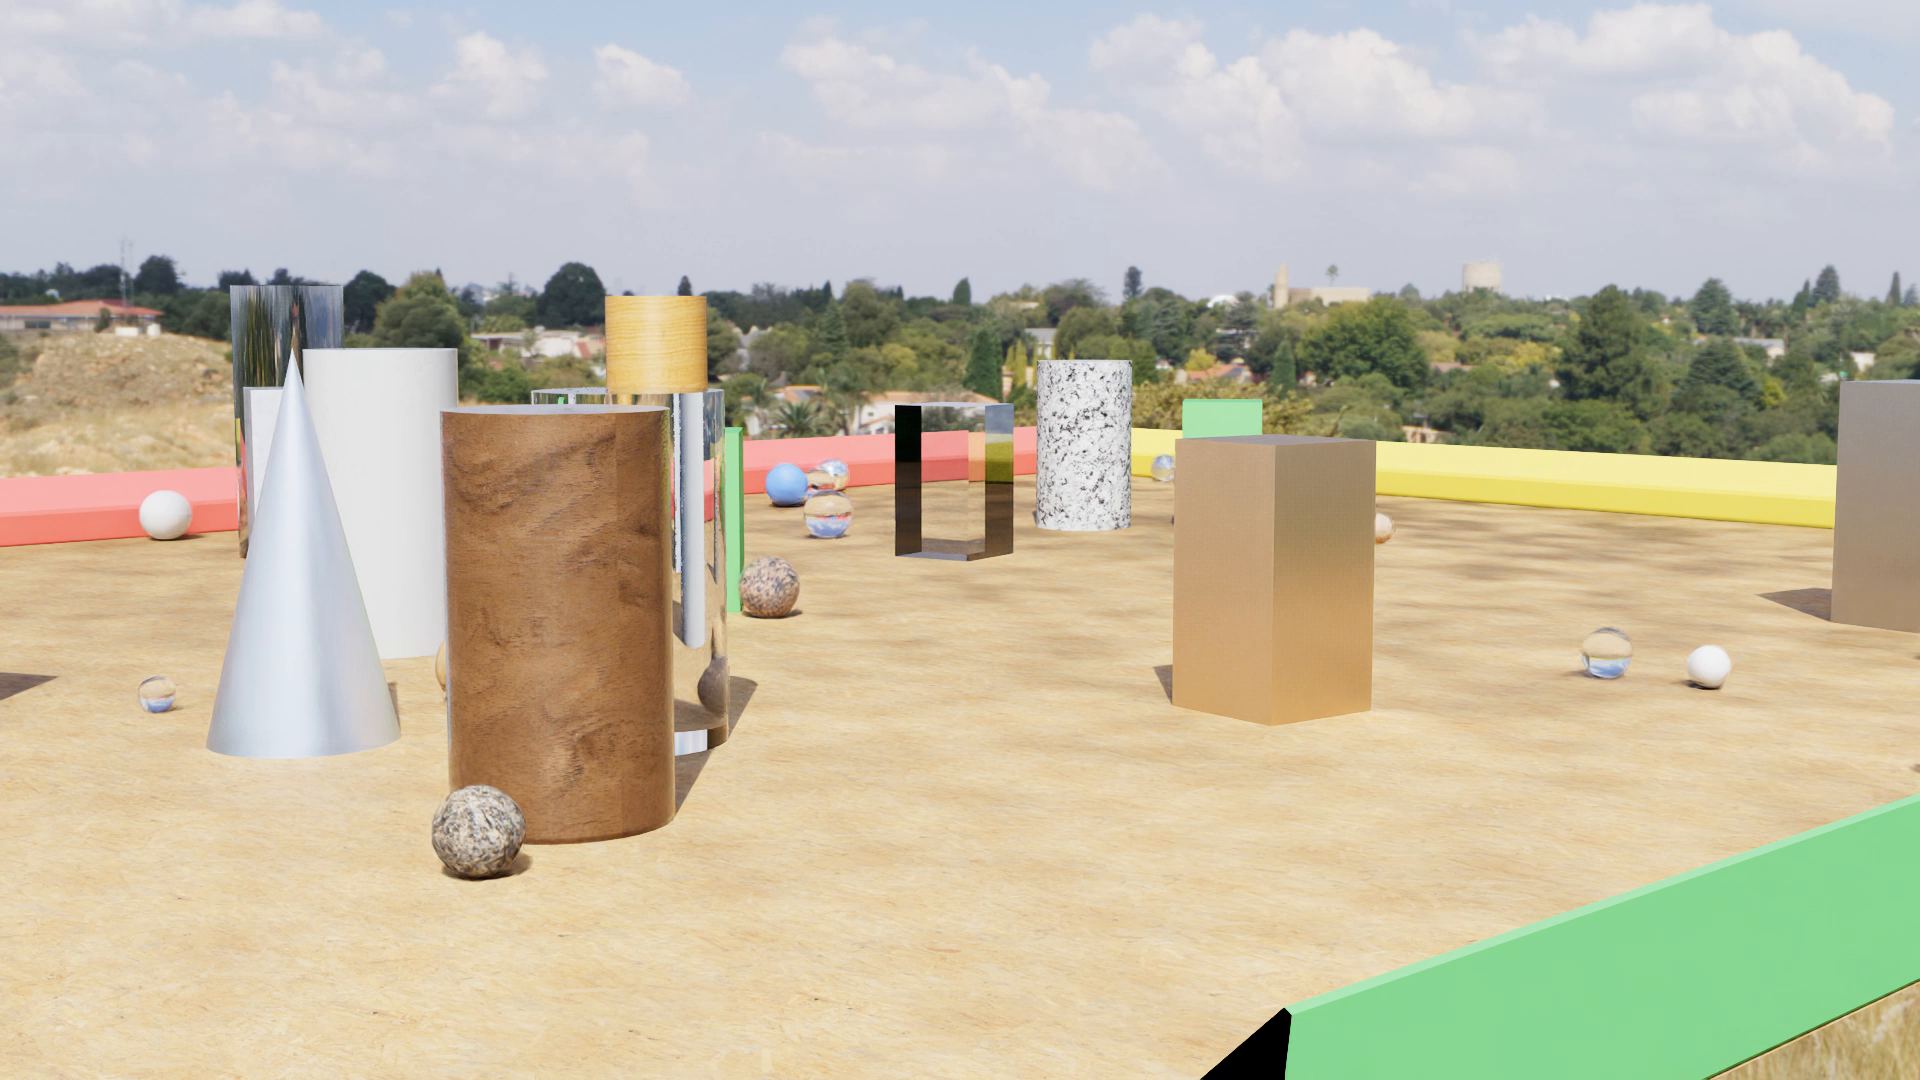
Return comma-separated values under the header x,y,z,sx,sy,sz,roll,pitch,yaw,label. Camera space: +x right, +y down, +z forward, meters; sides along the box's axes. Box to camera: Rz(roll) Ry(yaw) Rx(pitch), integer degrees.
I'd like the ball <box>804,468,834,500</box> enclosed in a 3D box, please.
x,y,z,sx,sy,sz,roll,pitch,yaw,label
-0.329,-0.125,5.083,0.079,0.079,0.079,0,6,0,ball

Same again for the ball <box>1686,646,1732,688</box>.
x,y,z,sx,sy,sz,roll,pitch,yaw,label
0.884,0.150,2.595,0.050,0.050,0.050,0,6,0,ball

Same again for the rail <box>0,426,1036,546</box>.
x,y,z,sx,sy,sz,roll,pitch,yaw,label
-1.219,-0.104,4.646,4.187,0.127,0.045,-5,8,-42,rail

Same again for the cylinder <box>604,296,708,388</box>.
x,y,z,sx,sy,sz,roll,pitch,yaw,label
-0.586,-0.236,4.261,0.195,0.470,0.195,0,6,0,cylinder

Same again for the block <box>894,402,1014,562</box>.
x,y,z,sx,sy,sz,roll,pitch,yaw,label
-0.010,-0.109,3.995,0.156,0.274,0.156,4,7,32,block

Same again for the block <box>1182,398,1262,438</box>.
x,y,z,sx,sy,sz,roll,pitch,yaw,label
0.529,-0.150,4.444,0.156,0.262,0.156,1,6,7,block

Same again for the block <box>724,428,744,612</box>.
x,y,z,sx,sy,sz,roll,pitch,yaw,label
-0.407,-0.032,3.306,0.156,0.265,0.156,0,6,-3,block

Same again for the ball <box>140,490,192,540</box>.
x,y,z,sx,sy,sz,roll,pitch,yaw,label
-1.538,-0.048,4.260,0.098,0.098,0.098,0,6,0,ball

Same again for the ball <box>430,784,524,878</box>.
x,y,z,sx,sy,sz,roll,pitch,yaw,label
-0.380,0.229,1.733,0.072,0.072,0.072,0,6,0,ball

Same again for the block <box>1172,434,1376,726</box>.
x,y,z,sx,sy,sz,roll,pitch,yaw,label
0.349,0.039,2.450,0.156,0.302,0.156,-4,7,-37,block

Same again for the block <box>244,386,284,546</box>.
x,y,z,sx,sy,sz,roll,pitch,yaw,label
-1.104,-0.096,3.673,0.156,0.315,0.156,-2,6,-22,block

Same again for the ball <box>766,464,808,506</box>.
x,y,z,sx,sy,sz,roll,pitch,yaw,label
-0.394,-0.125,4.992,0.097,0.097,0.097,0,6,0,ball

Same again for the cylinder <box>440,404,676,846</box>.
x,y,z,sx,sy,sz,roll,pitch,yaw,label
-0.348,0.066,1.913,0.195,0.359,0.195,0,6,0,cylinder

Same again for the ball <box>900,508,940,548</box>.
x,y,z,sx,sy,sz,roll,pitch,yaw,label
-0.075,-0.023,4.124,0.076,0.076,0.076,0,6,0,ball

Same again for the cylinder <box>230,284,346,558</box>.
x,y,z,sx,sy,sz,roll,pitch,yaw,label
-1.212,-0.216,3.985,0.195,0.488,0.195,0,6,0,cylinder

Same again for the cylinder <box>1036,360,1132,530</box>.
x,y,z,sx,sy,sz,roll,pitch,yaw,label
0.255,-0.198,4.522,0.195,0.340,0.195,0,6,0,cylinder

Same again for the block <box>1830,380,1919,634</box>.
x,y,z,sx,sy,sz,roll,pitch,yaw,label
1.353,-0.051,3.105,0.156,0.344,0.156,-4,7,-34,block

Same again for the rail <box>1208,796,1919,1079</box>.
x,y,z,sx,sy,sz,roll,pitch,yaw,label
1.219,0.171,2.018,4.187,0.127,0.045,-5,8,-42,rail

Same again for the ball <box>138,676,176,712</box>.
x,y,z,sx,sy,sz,roll,pitch,yaw,label
-0.892,0.171,2.441,0.040,0.040,0.040,0,6,0,ball

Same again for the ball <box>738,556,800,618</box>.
x,y,z,sx,sy,sz,roll,pitch,yaw,label
-0.276,0.067,3.190,0.090,0.090,0.090,0,6,0,ball

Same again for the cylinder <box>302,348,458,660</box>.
x,y,z,sx,sy,sz,roll,pitch,yaw,label
-0.755,-0.053,2.886,0.195,0.393,0.195,0,6,0,cylinder

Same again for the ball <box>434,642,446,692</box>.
x,y,z,sx,sy,sz,roll,pitch,yaw,label
-0.545,0.141,2.479,0.092,0.092,0.092,0,6,0,ball

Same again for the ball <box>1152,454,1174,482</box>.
x,y,z,sx,sy,sz,roll,pitch,yaw,label
0.534,-0.188,5.721,0.071,0.071,0.071,0,6,0,ball

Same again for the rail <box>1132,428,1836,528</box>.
x,y,z,sx,sy,sz,roll,pitch,yaw,label
1.521,-0.113,4.728,0.045,0.127,3.642,-5,8,-42,rail

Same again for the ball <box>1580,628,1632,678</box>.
x,y,z,sx,sy,sz,roll,pitch,yaw,label
0.784,0.137,2.667,0.060,0.060,0.060,0,6,0,ball

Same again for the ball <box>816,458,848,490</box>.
x,y,z,sx,sy,sz,roll,pitch,yaw,label
-0.317,-0.159,5.397,0.082,0.082,0.082,0,6,0,ball

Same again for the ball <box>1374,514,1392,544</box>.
x,y,z,sx,sy,sz,roll,pitch,yaw,label
0.796,-0.022,4.196,0.058,0.058,0.058,0,6,0,ball

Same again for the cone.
x,y,z,sx,sy,sz,roll,pitch,yaw,label
-0.681,0.005,2.264,0.195,0.406,0.195,0,6,0,cone

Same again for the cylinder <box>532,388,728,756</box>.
x,y,z,sx,sy,sz,roll,pitch,yaw,label
-0.339,0.027,2.266,0.195,0.362,0.195,0,6,0,cylinder

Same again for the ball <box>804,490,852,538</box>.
x,y,z,sx,sy,sz,roll,pitch,yaw,label
-0.258,-0.051,4.292,0.096,0.096,0.096,0,6,0,ball
